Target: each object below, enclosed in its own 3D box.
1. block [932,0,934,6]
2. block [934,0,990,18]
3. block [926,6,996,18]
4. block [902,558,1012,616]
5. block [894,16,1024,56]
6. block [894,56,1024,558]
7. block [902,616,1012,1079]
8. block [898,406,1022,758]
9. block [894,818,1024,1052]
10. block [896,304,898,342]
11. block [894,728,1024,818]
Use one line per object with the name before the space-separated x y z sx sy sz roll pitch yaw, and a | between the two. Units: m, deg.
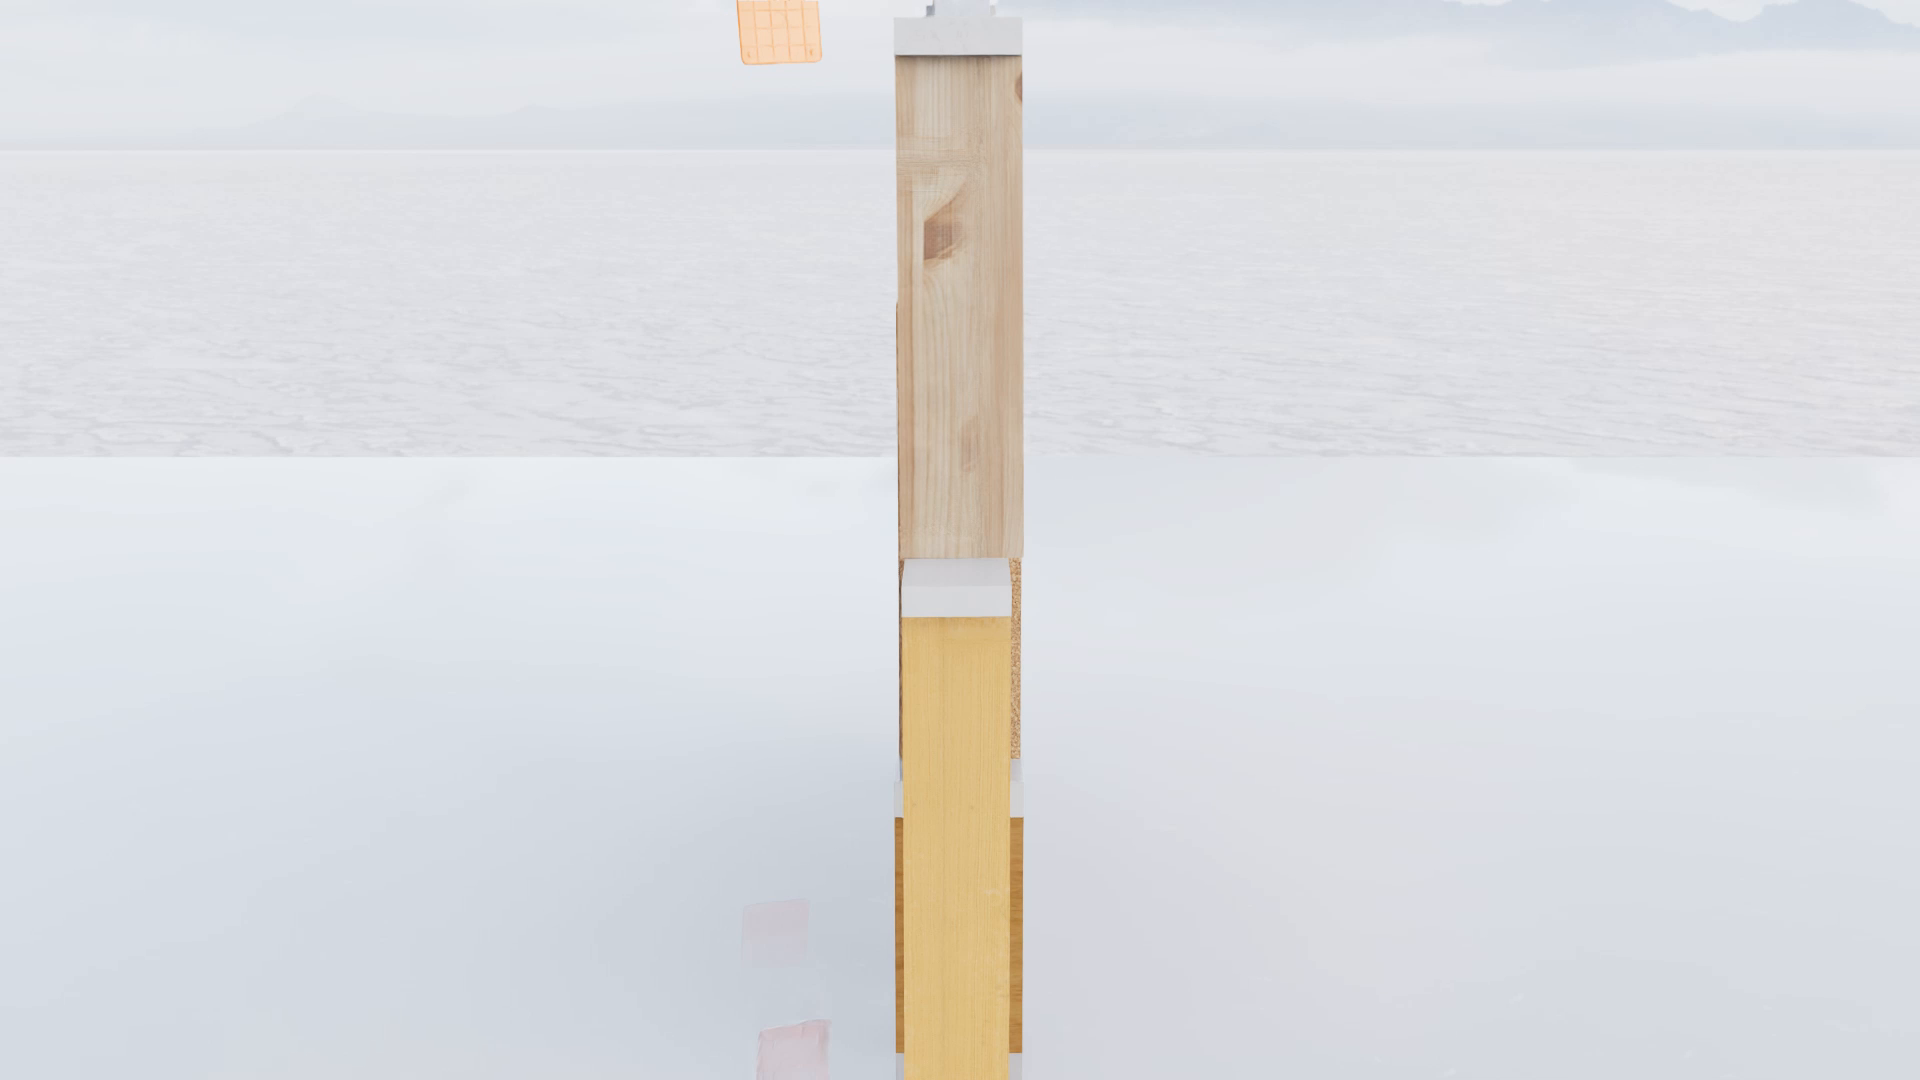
block | 0.001 -0.770 3.555 0.088 0.317 0.025 0 11 0
block | 0.003 -0.773 2.993 0.075 0.149 0.021 0 11 1
block | 0.000 -0.764 3.224 0.099 0.028 0.199 0 10 0
block | -0.004 0.051 2.815 0.134 0.038 0.268 0 10 0
block | 0.001 -0.650 2.867 0.160 0.045 0.319 0 10 1
block | 0.001 -0.294 2.824 0.160 0.638 0.045 0 10 0
block | -0.004 0.414 2.791 0.134 0.667 0.038 0 11 0
block | 0.000 0.014 3.006 0.167 0.577 0.047 0 10 0
block | -0.001 0.532 3.027 0.175 0.349 0.049 0 11 0
block | 0.000 -0.314 3.060 0.167 0.047 0.335 0 10 0
block | -0.001 0.314 3.105 0.175 0.049 0.349 0 11 0
